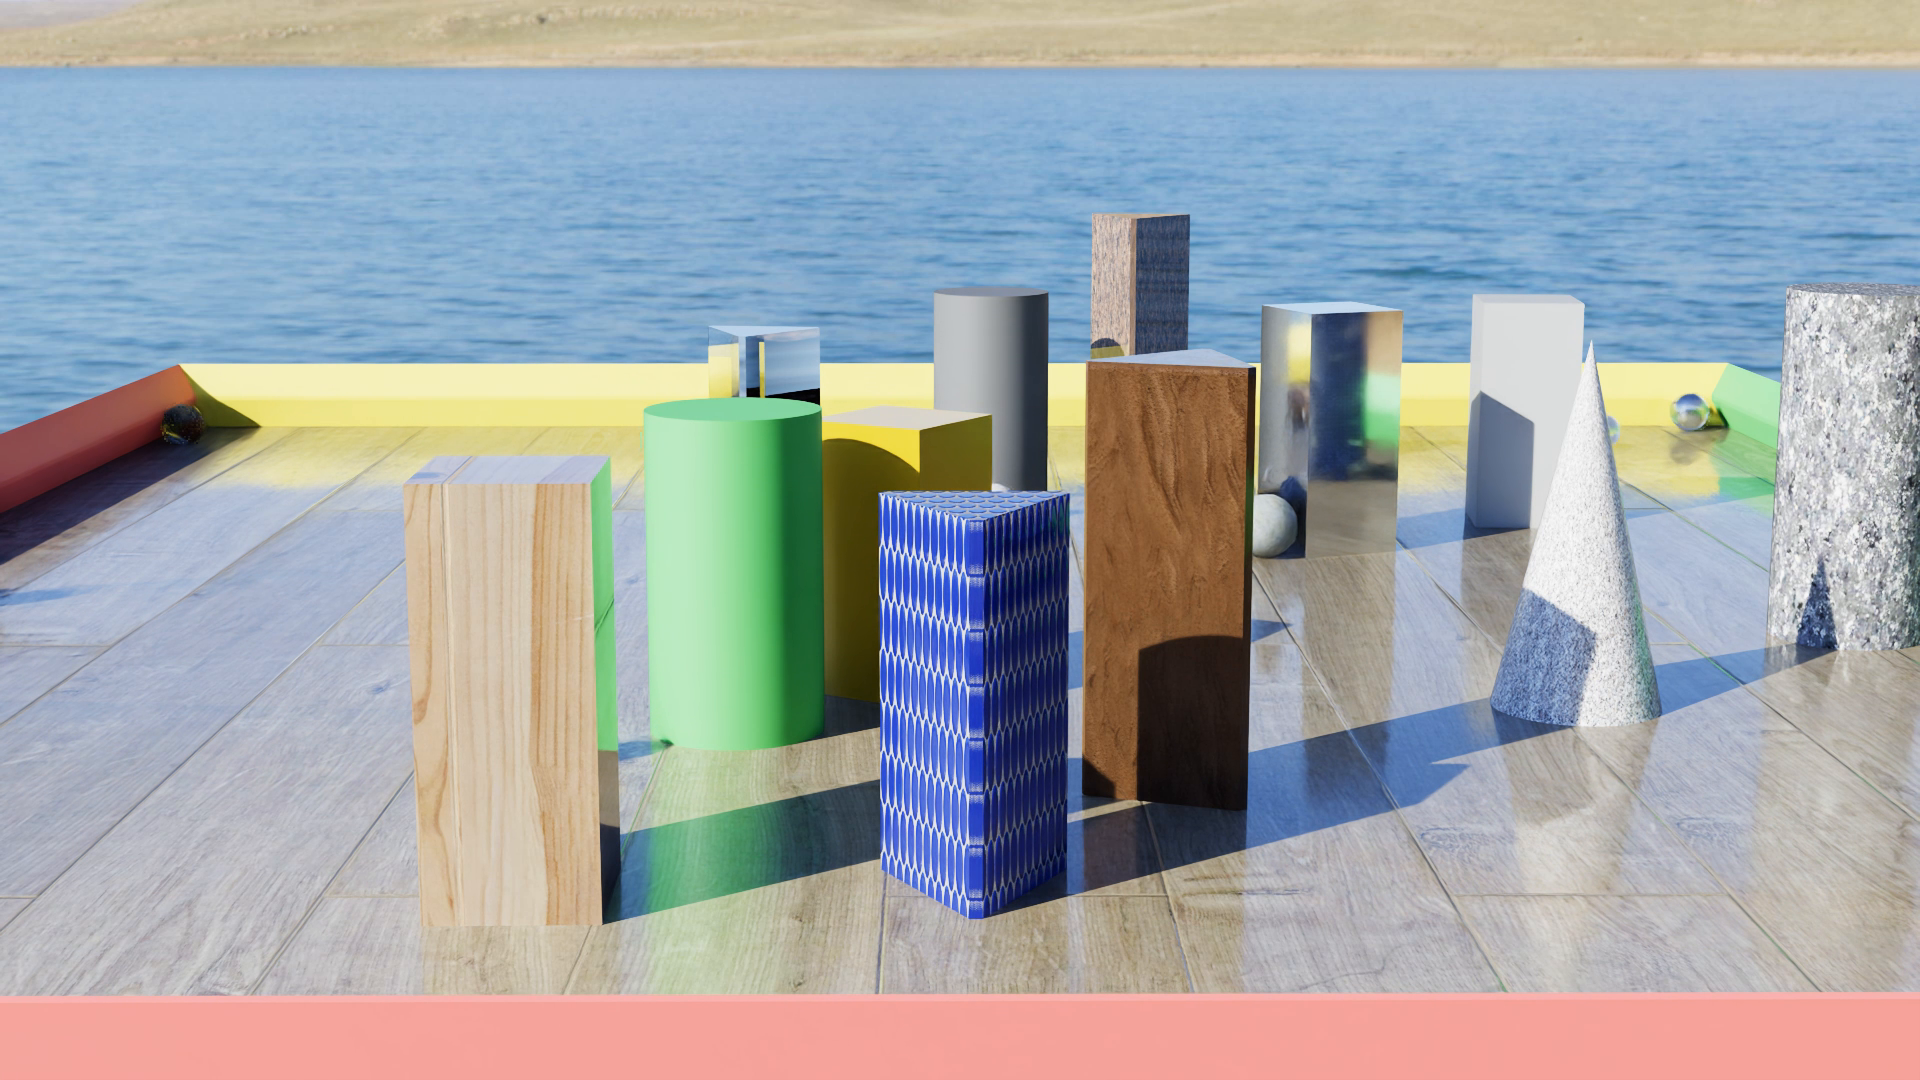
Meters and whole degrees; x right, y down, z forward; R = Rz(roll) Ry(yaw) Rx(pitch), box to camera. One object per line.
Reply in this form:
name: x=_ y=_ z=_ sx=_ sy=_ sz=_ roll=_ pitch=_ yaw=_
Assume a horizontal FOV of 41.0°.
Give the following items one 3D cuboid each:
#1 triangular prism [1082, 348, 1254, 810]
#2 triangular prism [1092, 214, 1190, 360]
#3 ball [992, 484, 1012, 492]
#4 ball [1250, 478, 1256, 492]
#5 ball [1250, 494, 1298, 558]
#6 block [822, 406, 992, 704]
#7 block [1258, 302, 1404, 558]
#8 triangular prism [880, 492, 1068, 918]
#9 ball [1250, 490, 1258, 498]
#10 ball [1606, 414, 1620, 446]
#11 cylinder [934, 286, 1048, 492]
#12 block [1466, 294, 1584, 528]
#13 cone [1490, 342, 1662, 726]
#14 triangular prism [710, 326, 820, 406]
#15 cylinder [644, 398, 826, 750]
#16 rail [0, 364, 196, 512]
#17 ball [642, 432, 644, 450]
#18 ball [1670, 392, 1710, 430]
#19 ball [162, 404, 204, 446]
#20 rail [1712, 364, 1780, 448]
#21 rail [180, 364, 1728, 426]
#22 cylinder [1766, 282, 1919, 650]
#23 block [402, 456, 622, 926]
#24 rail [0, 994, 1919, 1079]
triangular prism: x=0.227 y=0.033 z=2.590 sx=0.168 sy=0.440 sz=0.145 roll=4 pitch=11 yaw=20
triangular prism: x=0.290 y=-0.333 z=4.486 sx=0.145 sy=0.468 sz=0.168 roll=8 pitch=13 yaw=38
ball: x=0.051 y=-0.047 z=4.002 sx=0.083 sy=0.083 sz=0.083 roll=0 pitch=11 yaw=0
ball: x=0.453 y=-0.081 z=4.226 sx=0.067 sy=0.067 sz=0.067 roll=0 pitch=11 yaw=0
ball: x=0.458 y=-0.022 z=3.832 sx=0.094 sy=0.094 sz=0.094 roll=0 pitch=11 yaw=0
block: x=-0.069 y=0.016 z=3.006 sx=0.155 sy=0.322 sz=0.155 roll=7 pitch=12 yaw=32
block: x=0.559 y=-0.170 z=3.889 sx=0.155 sy=0.365 sz=0.155 roll=-4 pitch=11 yaw=-21
triangular prism: x=0.034 y=0.135 z=2.287 sx=0.145 sy=0.349 sz=0.168 roll=-6 pitch=12 yaw=-30
ball: x=0.439 y=-0.047 z=4.029 sx=0.072 sy=0.072 sz=0.072 roll=0 pitch=11 yaw=0
ball: x=1.225 y=-0.207 z=4.898 sx=0.069 sy=0.069 sz=0.069 roll=0 pitch=11 yaw=0
cylinder: x=0.052 y=-0.246 z=4.339 sx=0.194 sy=0.349 sz=0.194 roll=0 pitch=11 yaw=0
block: x=0.904 y=-0.209 z=4.119 sx=0.155 sy=0.357 sz=0.155 roll=1 pitch=11 yaw=5
cone: x=0.708 y=-0.018 z=2.912 sx=0.194 sy=0.422 sz=0.194 roll=0 pitch=11 yaw=0
triangular prism: x=-0.320 y=-0.148 z=3.846 sx=0.145 sy=0.338 sz=0.168 roll=8 pitch=13 yaw=38
cylinder: x=-0.247 y=0.033 z=2.818 sx=0.194 sy=0.357 sz=0.194 roll=0 pitch=11 yaw=0
rail: x=-1.548 y=0.034 z=3.440 sx=0.045 sy=0.126 sz=3.589 roll=0 pitch=11 yaw=0
ball: x=-0.538 y=-0.180 z=4.692 sx=0.090 sy=0.090 sz=0.090 roll=0 pitch=11 yaw=0
ball: x=1.464 y=-0.257 z=5.150 sx=0.076 sy=0.076 sz=0.076 roll=0 pitch=11 yaw=0
ball: x=-1.500 y=-0.223 z=4.957 sx=0.079 sy=0.079 sz=0.079 roll=0 pitch=11 yaw=0
rail: x=1.548 y=0.031 z=3.458 sx=0.045 sy=0.126 sz=3.589 roll=0 pitch=11 yaw=0
rail: x=-0.010 y=-0.291 z=5.190 sx=3.144 sy=0.126 sz=0.045 roll=0 pitch=11 yaw=0
cylinder: x=1.144 y=-0.098 z=3.278 sx=0.194 sy=0.446 sz=0.194 roll=0 pitch=11 yaw=0
block: x=-0.386 y=0.128 z=2.237 sx=0.155 sy=0.383 sz=0.155 roll=0 pitch=11 yaw=-1
rail: x=0.010 y=0.356 z=1.708 sx=3.144 sy=0.126 sz=0.045 roll=0 pitch=11 yaw=0
